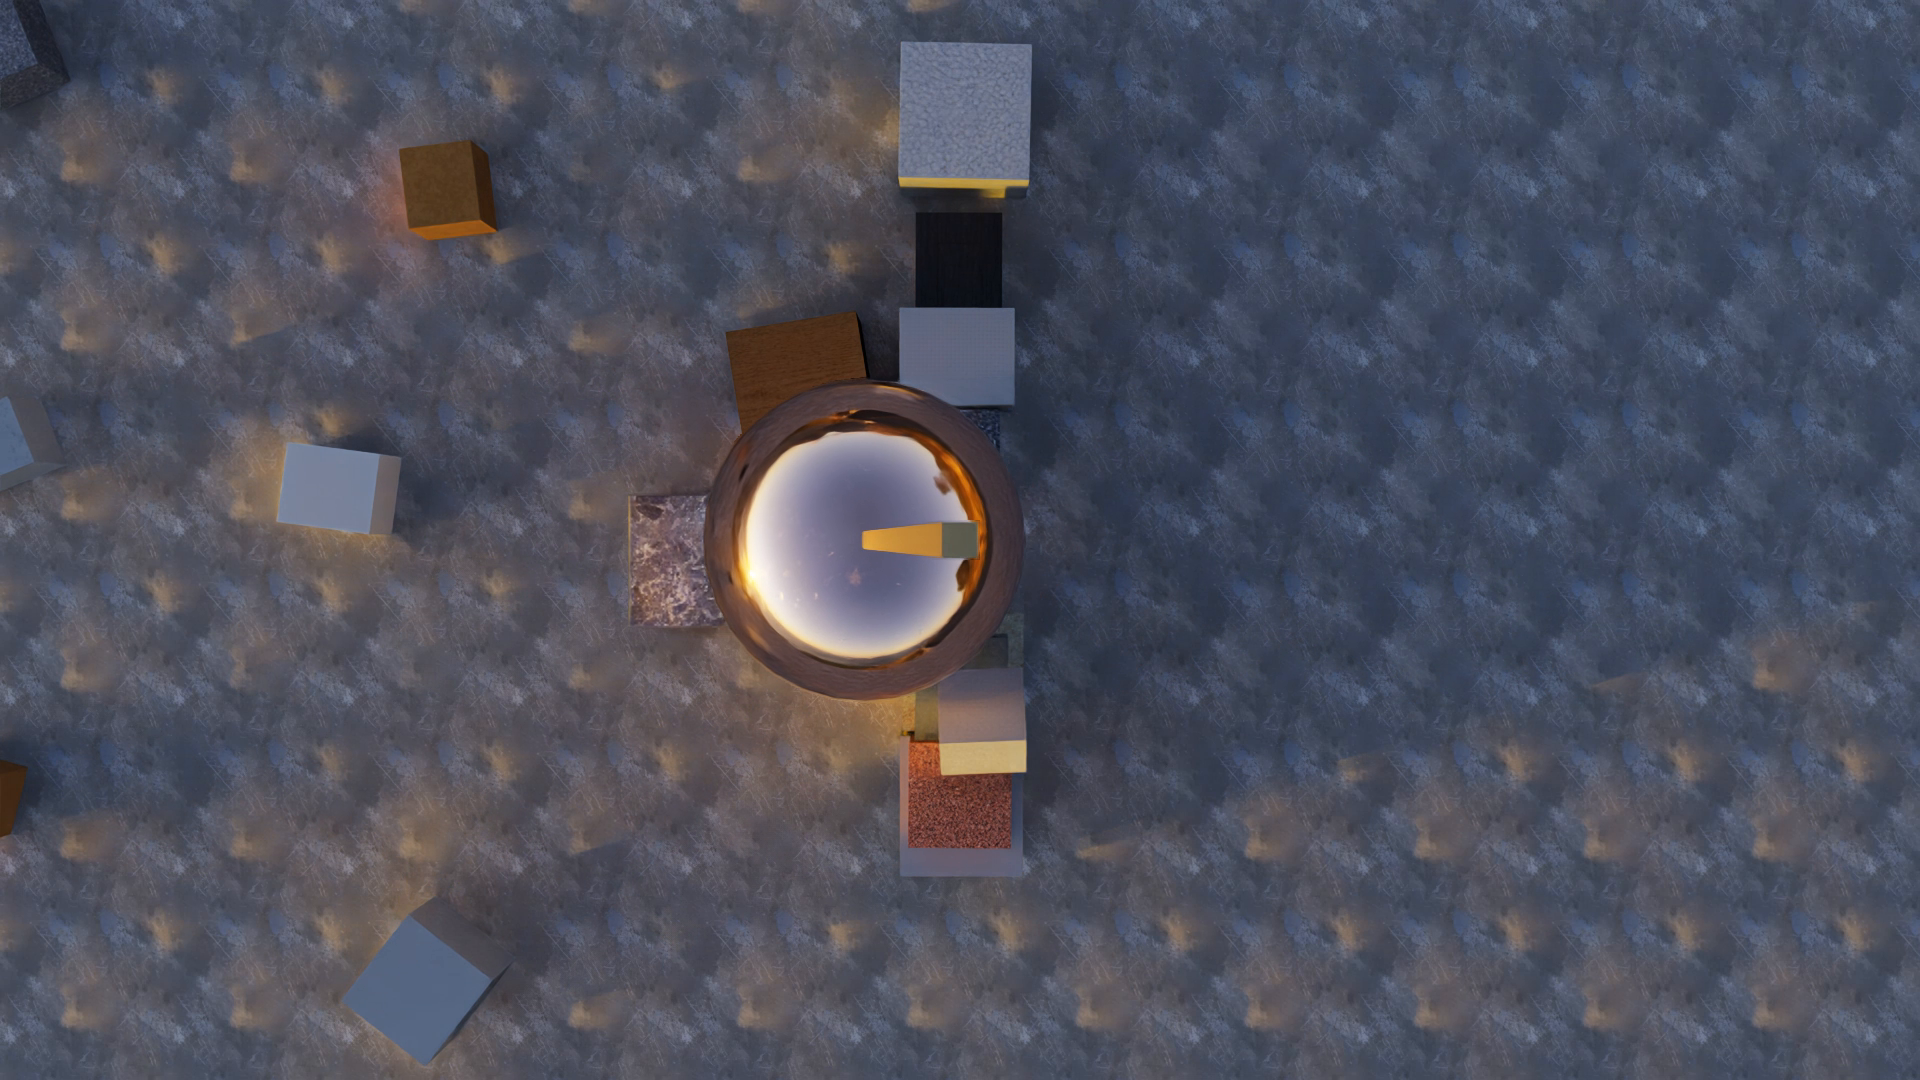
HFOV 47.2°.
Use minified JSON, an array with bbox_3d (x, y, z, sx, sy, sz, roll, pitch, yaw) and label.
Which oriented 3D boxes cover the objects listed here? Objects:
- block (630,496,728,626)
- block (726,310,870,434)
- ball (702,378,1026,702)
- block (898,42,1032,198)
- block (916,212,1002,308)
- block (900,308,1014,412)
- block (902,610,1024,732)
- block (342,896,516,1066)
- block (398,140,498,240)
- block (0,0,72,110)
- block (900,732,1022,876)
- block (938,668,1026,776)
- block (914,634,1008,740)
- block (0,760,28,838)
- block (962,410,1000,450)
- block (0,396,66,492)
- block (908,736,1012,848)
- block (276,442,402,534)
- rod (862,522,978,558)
[{"bbox_3d":[-1.487,0.119,12.643,0.709,0.711,0.729,0,90,0],"label":"block"},{"bbox_3d":[-0.900,-0.916,12.670,0.742,0.660,0.629,-9,90,0],"label":"block"},{"bbox_3d":[-0.472,0.000,10.925,1.600,1.600,1.600,0,90,0],"label":"ball"},{"bbox_3d":[0.030,-2.410,12.672,0.734,0.657,0.763,1,90,0],"label":"block"},{"bbox_3d":[-0.007,-1.590,12.771,0.494,0.458,0.557,0,90,0],"label":"block"},{"bbox_3d":[-0.017,-1.031,12.669,0.644,0.662,0.545,0,90,0],"label":"block"},{"bbox_3d":[0.018,0.749,12.711,0.681,0.578,0.663,0,90,0],"label":"block"},{"bbox_3d":[-3.048,2.527,12.667,0.601,0.665,0.614,38,90,0],"label":"block"},{"bbox_3d":[-2.967,-2.027,12.767,0.413,0.465,0.460,-7,90,0],"label":"block"},{"bbox_3d":[-5.617,-2.850,12.757,0.576,0.485,0.534,-22,90,0],"label":"block"},{"bbox_3d":[0.007,1.480,12.612,0.681,0.776,0.779,0,90,0],"label":"block"},{"bbox_3d":[0.114,0.956,11.572,0.449,0.420,0.415,-2,61,0],"label":"block"},{"bbox_3d":[0.008,0.803,12.139,0.497,0.567,0.562,1,90,0],"label":"block"},{"bbox_3d":[-5.741,1.493,12.771,0.375,0.457,0.410,15,90,0],"label":"block"},{"bbox_3d":[-0.016,-0.505,12.783,0.487,0.434,0.485,0,90,0],"label":"block"},{"bbox_3d":[-5.591,-0.538,12.770,0.508,0.460,0.405,-22,90,0],"label":"block"},{"bbox_3d":[0.000,1.367,11.984,0.550,0.480,0.560,0,90,0],"label":"block"},{"bbox_3d":[-3.593,-0.296,12.753,0.531,0.494,0.460,8,90,0],"label":"block"},{"bbox_3d":[-0.205,0.000,7.535,0.080,5.200,0.080,0,90,-5],"label":"rod"}]
